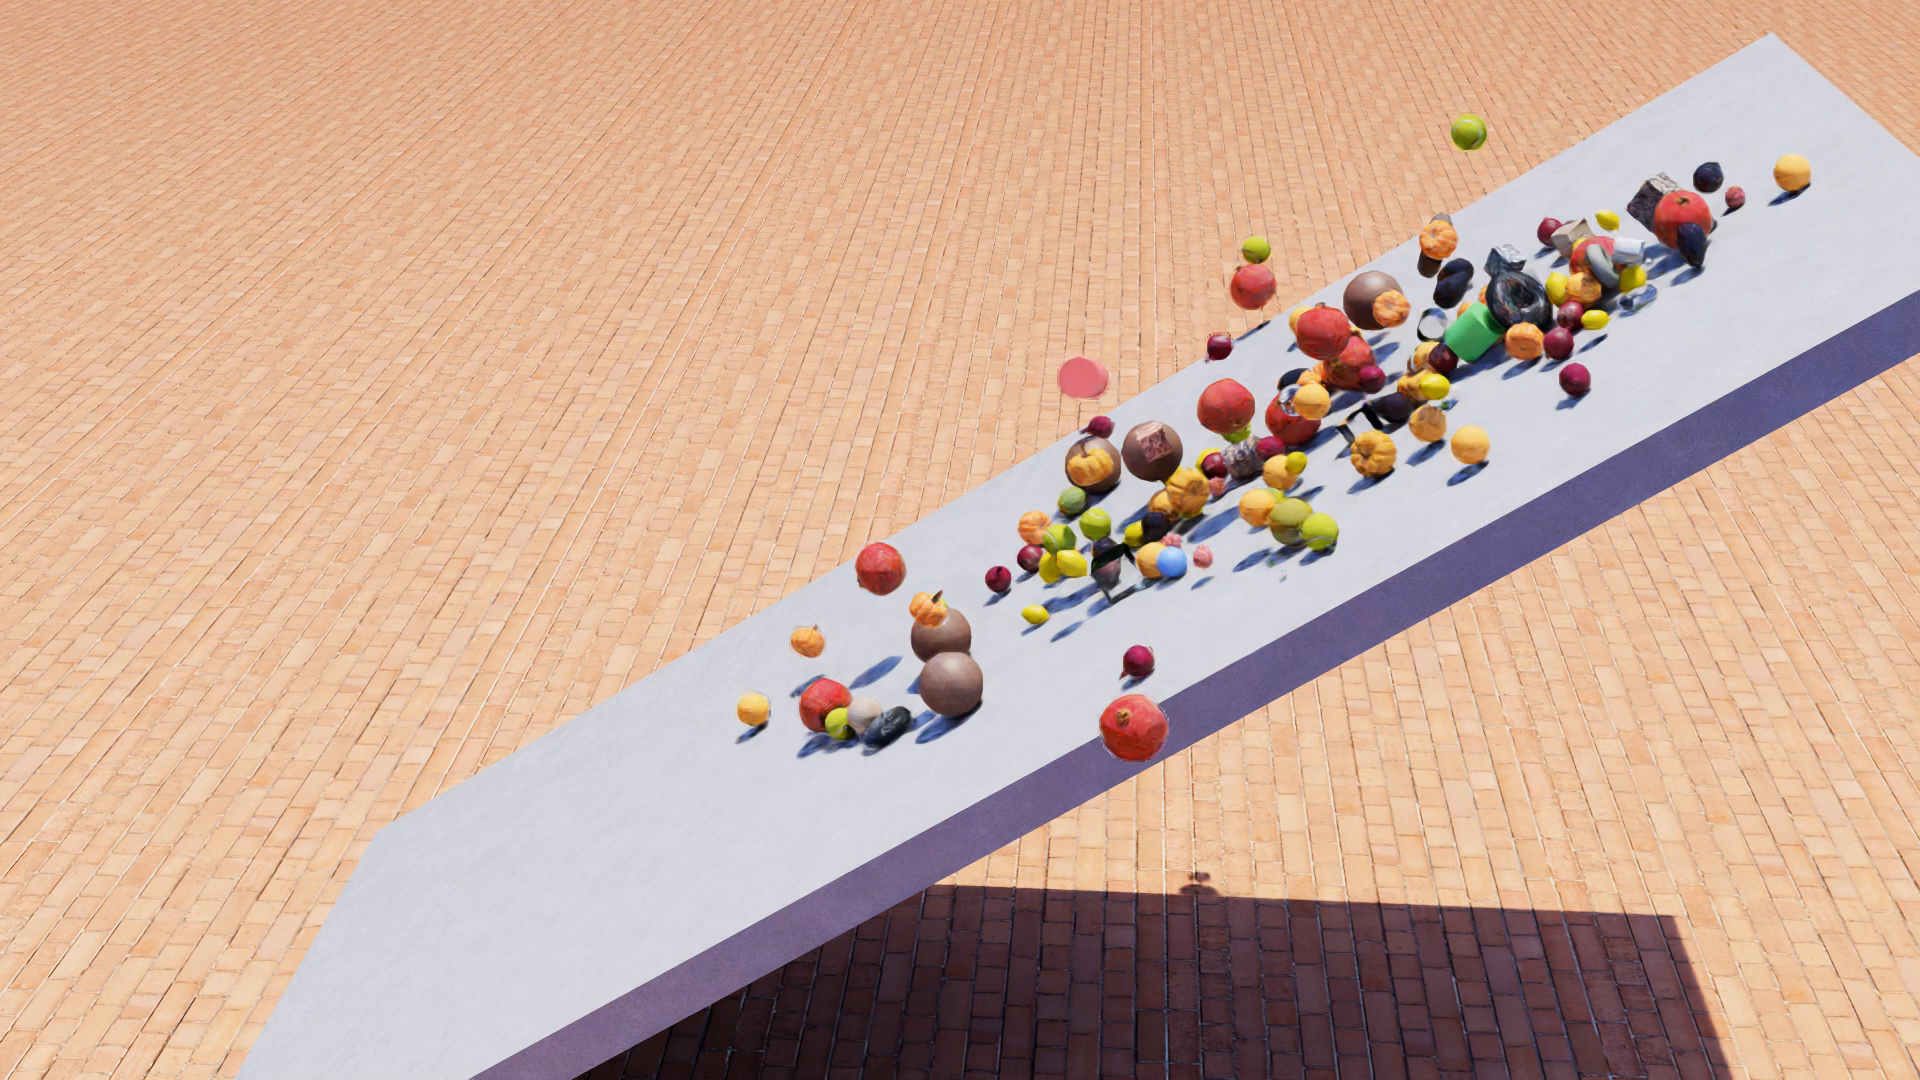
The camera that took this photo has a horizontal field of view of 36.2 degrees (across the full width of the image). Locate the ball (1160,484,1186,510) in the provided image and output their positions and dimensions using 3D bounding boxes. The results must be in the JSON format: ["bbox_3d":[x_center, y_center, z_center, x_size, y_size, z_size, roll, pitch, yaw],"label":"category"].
[{"bbox_3d":[0.447,-0.089,6.173,0.055,0.055,0.055,0,20,0],"label":"ball"}]

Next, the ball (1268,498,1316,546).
[{"bbox_3d":[0.627,-0.033,5.550,0.091,0.091,0.091,0,20,0],"label":"ball"}]

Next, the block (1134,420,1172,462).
[{"bbox_3d":[0.399,-0.203,6.074,0.054,0.054,0.054,-26,22,3],"label":"block"}]

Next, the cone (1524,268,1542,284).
[{"bbox_3d":[1.117,-0.490,5.921,0.092,0.092,0.092,-18,22,-6],"label":"cone"}]

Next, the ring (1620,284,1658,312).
[{"bbox_3d":[1.303,-0.463,5.646,0.078,0.026,0.078,-30,15,9],"label":"ring"}]

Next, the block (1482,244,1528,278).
[{"bbox_3d":[1.107,-0.560,5.976,0.054,0.054,0.054,-15,49,-39],"label":"block"}]

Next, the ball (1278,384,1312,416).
[{"bbox_3d":[0.665,-0.277,5.831,0.066,0.066,0.066,0,20,0],"label":"ball"}]

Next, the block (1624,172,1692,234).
[{"bbox_3d":[1.390,-0.670,5.852,0.079,0.079,0.079,44,39,16],"label":"block"}]

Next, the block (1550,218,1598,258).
[{"bbox_3d":[1.284,-0.630,6.155,0.057,0.057,0.057,-38,16,-20],"label":"block"}]

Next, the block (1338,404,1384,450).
[{"bbox_3d":[0.798,-0.226,5.863,0.055,0.055,0.055,-44,10,-37],"label":"block"}]

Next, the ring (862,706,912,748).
[{"bbox_3d":[-0.148,0.380,5.949,0.116,0.039,0.116,-32,14,9],"label":"ring"}]

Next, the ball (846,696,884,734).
[{"bbox_3d":[-0.195,0.359,6.034,0.078,0.078,0.078,0,20,0],"label":"ball"}]

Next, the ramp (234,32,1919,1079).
[{"bbox_3d":[0.141,0.169,6.290,4.000,0.100,2.000,-30,15,13],"label":"ramp"}]

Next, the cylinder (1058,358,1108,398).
[{"bbox_3d":[0.277,-0.362,6.570,0.093,0.093,0.093,6,4,16],"label":"cylinder"}]

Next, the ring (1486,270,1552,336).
[{"bbox_3d":[1.110,-0.469,5.834,0.147,0.049,0.147,12,56,-19],"label":"ring"}]

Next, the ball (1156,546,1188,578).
[{"bbox_3d":[0.418,0.044,5.794,0.062,0.062,0.062,0,20,0],"label":"ball"}]

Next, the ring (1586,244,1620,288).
[{"bbox_3d":[1.247,-0.532,5.707,0.032,0.097,0.097,-32,9,22],"label":"ring"}]

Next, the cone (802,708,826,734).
[{"bbox_3d":[-0.307,0.395,6.254,0.055,0.055,0.055,-4,42,-11],"label":"cone"}]

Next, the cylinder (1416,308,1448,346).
[{"bbox_3d":[0.990,-0.447,6.160,0.060,0.060,0.060,5,32,14],"label":"cylinder"}]

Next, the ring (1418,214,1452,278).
[{"bbox_3d":[0.970,-0.602,6.008,0.045,0.135,0.135,17,22,9],"label":"ring"}]

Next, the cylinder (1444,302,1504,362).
[{"bbox_3d":[1.025,-0.415,5.869,0.086,0.086,0.086,27,36,-22],"label":"cylinder"}]

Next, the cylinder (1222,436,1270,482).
[{"bbox_3d":[0.593,-0.169,6.090,0.073,0.073,0.073,-26,9,24],"label":"cylinder"}]

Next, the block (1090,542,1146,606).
[{"bbox_3d":[0.317,0.067,5.896,0.079,0.079,0.079,-30,15,11],"label":"block"}]
